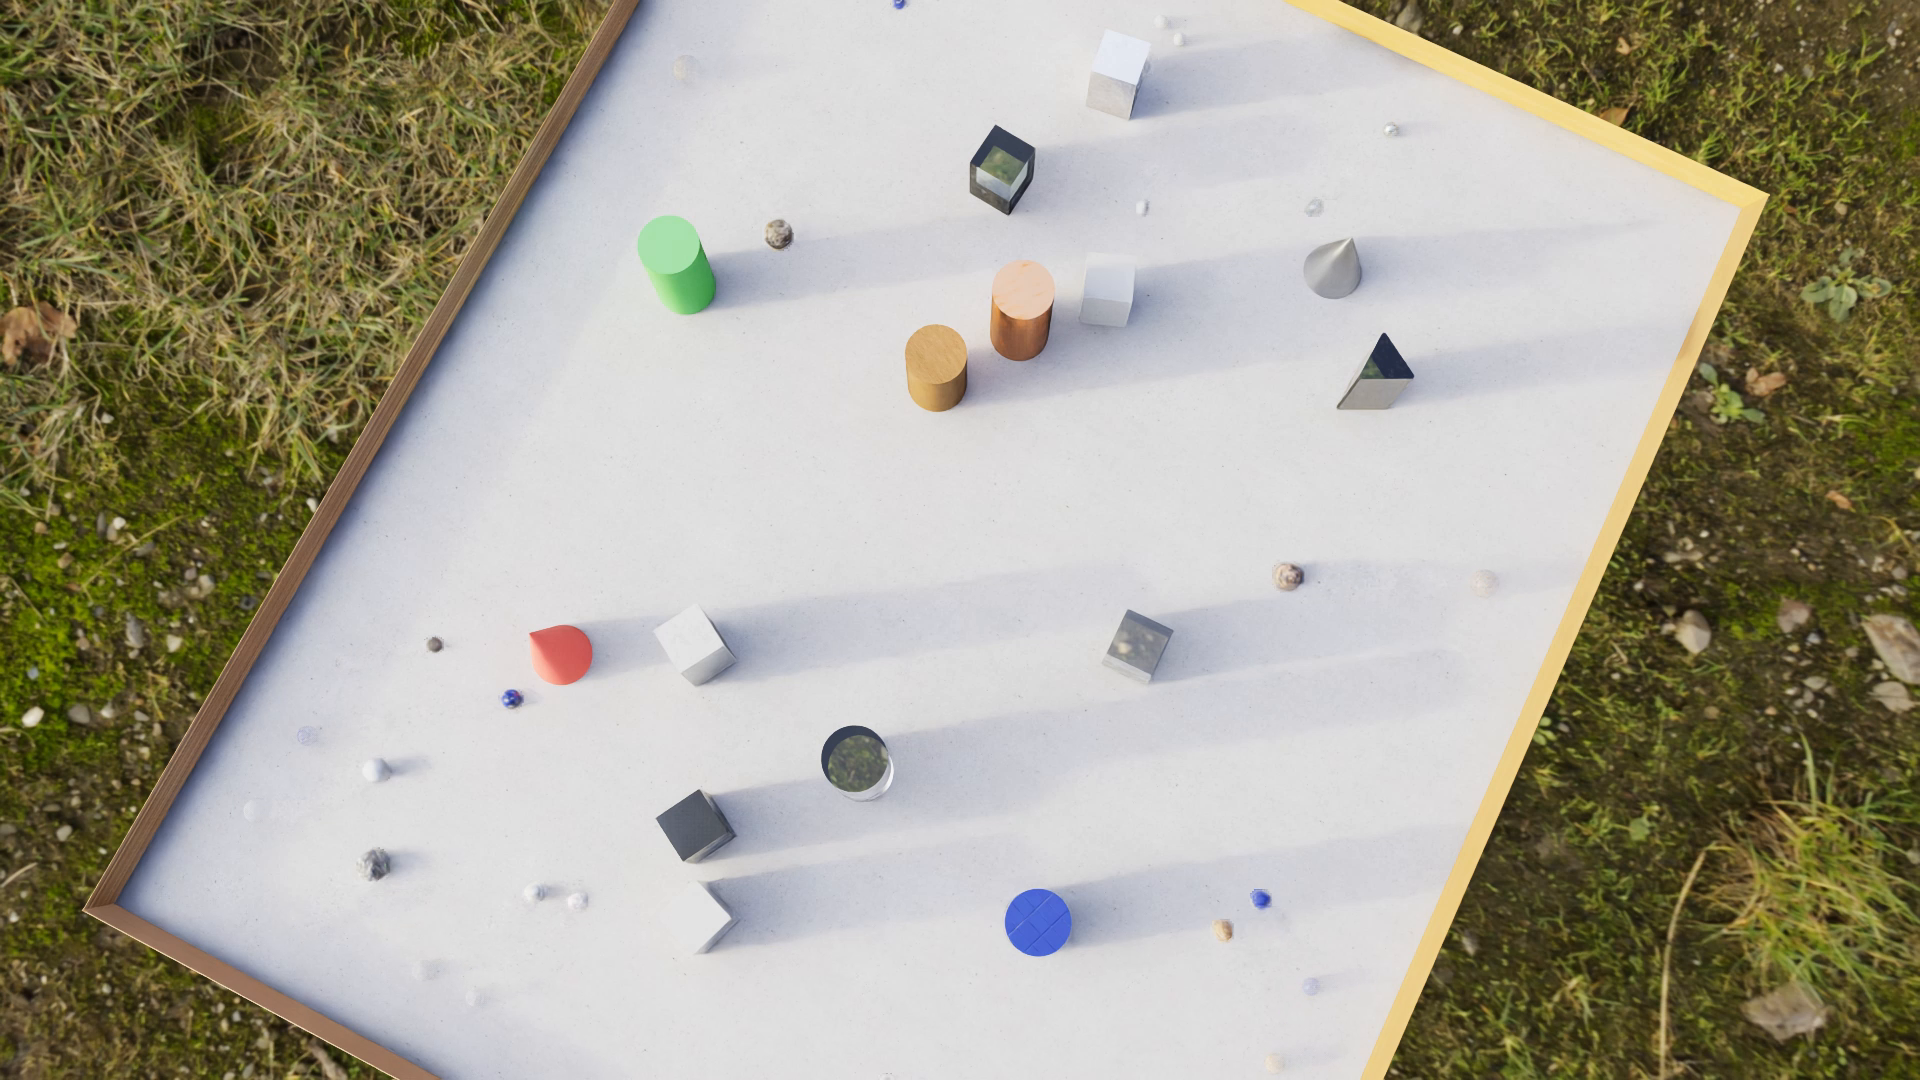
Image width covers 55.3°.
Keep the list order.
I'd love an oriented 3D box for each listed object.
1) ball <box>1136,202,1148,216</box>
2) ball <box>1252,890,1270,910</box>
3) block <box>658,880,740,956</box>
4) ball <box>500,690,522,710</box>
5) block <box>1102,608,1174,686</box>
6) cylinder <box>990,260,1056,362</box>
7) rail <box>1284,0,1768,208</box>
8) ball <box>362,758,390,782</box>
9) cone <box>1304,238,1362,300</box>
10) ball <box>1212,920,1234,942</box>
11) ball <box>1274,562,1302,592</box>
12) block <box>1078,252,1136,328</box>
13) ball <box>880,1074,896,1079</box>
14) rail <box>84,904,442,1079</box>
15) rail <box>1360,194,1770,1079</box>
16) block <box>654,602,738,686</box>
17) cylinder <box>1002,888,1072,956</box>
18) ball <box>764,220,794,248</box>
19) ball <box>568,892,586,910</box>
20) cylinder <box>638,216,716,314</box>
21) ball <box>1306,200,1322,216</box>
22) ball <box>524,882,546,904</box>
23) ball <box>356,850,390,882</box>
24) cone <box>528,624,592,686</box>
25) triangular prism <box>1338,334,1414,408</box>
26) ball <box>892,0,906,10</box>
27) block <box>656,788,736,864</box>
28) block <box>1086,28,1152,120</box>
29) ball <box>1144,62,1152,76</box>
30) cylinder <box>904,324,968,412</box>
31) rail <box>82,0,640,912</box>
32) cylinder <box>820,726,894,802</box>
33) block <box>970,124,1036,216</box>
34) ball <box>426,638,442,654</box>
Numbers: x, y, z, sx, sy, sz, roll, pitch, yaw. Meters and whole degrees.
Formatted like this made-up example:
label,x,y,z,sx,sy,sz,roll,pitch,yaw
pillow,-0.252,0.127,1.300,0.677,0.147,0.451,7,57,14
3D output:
label,x,y,z,sx,sy,sz,roll,pitch,yaw
ball,0.578,-1.052,5.812,0.042,0.042,0.042,0,78,0
ball,0.883,1.055,5.371,0.053,0.053,0.053,0,78,0
block,-0.749,1.087,5.274,0.148,0.231,0.148,-44,82,-8
ball,-1.344,0.477,5.487,0.061,0.061,0.061,0,78,0
block,0.524,0.319,5.434,0.148,0.228,0.148,25,79,5
cylinder,0.186,-0.691,5.552,0.185,0.406,0.185,0,78,0
rail,0.933,-1.820,5.930,3.540,0.120,0.045,26,80,5
ball,-1.732,0.682,5.437,0.075,0.075,0.075,0,78,0
cone,1.177,-0.879,5.644,0.185,0.302,0.185,0,78,0
ball,0.767,1.142,5.350,0.060,0.060,0.060,0,78,0
ball,0.993,0.112,5.549,0.087,0.087,0.087,0,78,0
block,0.454,-0.772,5.656,0.148,0.235,0.148,6,78,1
ball,-0.207,1.563,5.268,0.049,0.049,0.049,0,78,0
rail,-0.933,1.833,5.175,3.540,0.120,0.045,26,80,5
rail,1.562,0.771,5.395,0.045,0.120,4.218,26,80,5
block,-0.775,0.312,5.387,0.148,0.322,0.148,-33,80,-6
cylinder,0.216,1.091,5.228,0.185,0.318,0.185,0,78,0
ball,-0.572,-0.963,5.768,0.092,0.092,0.092,0,78,0
ball,-1.121,1.059,5.370,0.054,0.054,0.054,0,78,0
cylinder,-0.862,-0.836,5.600,0.185,0.371,0.185,0,78,0
ball,1.124,-1.052,5.809,0.049,0.049,0.049,0,78,0
ball,-1.244,1.034,5.371,0.061,0.061,0.061,0,78,0
ball,-1.721,0.955,5.372,0.092,0.092,0.092,0,78,0
cone,-1.204,0.304,5.331,0.185,0.436,0.185,0,78,0
triangular prism,1.251,-0.511,5.552,0.160,0.333,0.139,0,78,0
ball,-0.198,-1.749,5.953,0.049,0.049,0.049,0,78,0
block,-0.763,0.833,5.317,0.148,0.248,0.148,-33,80,-6
block,0.498,-1.467,5.789,0.148,0.256,0.148,19,79,4
ball,0.591,-1.518,5.892,0.046,0.046,0.046,0,78,0
cylinder,-0.071,-0.519,5.568,0.185,0.305,0.185,0,78,0
rail,-1.562,-0.758,5.711,0.045,0.120,4.218,26,80,5
cylinder,-0.291,0.646,5.258,0.185,0.440,0.185,0,78,0
block,0.132,-1.154,5.732,0.148,0.241,0.148,32,80,6
ball,-1.584,0.317,5.527,0.047,0.047,0.047,0,78,0
